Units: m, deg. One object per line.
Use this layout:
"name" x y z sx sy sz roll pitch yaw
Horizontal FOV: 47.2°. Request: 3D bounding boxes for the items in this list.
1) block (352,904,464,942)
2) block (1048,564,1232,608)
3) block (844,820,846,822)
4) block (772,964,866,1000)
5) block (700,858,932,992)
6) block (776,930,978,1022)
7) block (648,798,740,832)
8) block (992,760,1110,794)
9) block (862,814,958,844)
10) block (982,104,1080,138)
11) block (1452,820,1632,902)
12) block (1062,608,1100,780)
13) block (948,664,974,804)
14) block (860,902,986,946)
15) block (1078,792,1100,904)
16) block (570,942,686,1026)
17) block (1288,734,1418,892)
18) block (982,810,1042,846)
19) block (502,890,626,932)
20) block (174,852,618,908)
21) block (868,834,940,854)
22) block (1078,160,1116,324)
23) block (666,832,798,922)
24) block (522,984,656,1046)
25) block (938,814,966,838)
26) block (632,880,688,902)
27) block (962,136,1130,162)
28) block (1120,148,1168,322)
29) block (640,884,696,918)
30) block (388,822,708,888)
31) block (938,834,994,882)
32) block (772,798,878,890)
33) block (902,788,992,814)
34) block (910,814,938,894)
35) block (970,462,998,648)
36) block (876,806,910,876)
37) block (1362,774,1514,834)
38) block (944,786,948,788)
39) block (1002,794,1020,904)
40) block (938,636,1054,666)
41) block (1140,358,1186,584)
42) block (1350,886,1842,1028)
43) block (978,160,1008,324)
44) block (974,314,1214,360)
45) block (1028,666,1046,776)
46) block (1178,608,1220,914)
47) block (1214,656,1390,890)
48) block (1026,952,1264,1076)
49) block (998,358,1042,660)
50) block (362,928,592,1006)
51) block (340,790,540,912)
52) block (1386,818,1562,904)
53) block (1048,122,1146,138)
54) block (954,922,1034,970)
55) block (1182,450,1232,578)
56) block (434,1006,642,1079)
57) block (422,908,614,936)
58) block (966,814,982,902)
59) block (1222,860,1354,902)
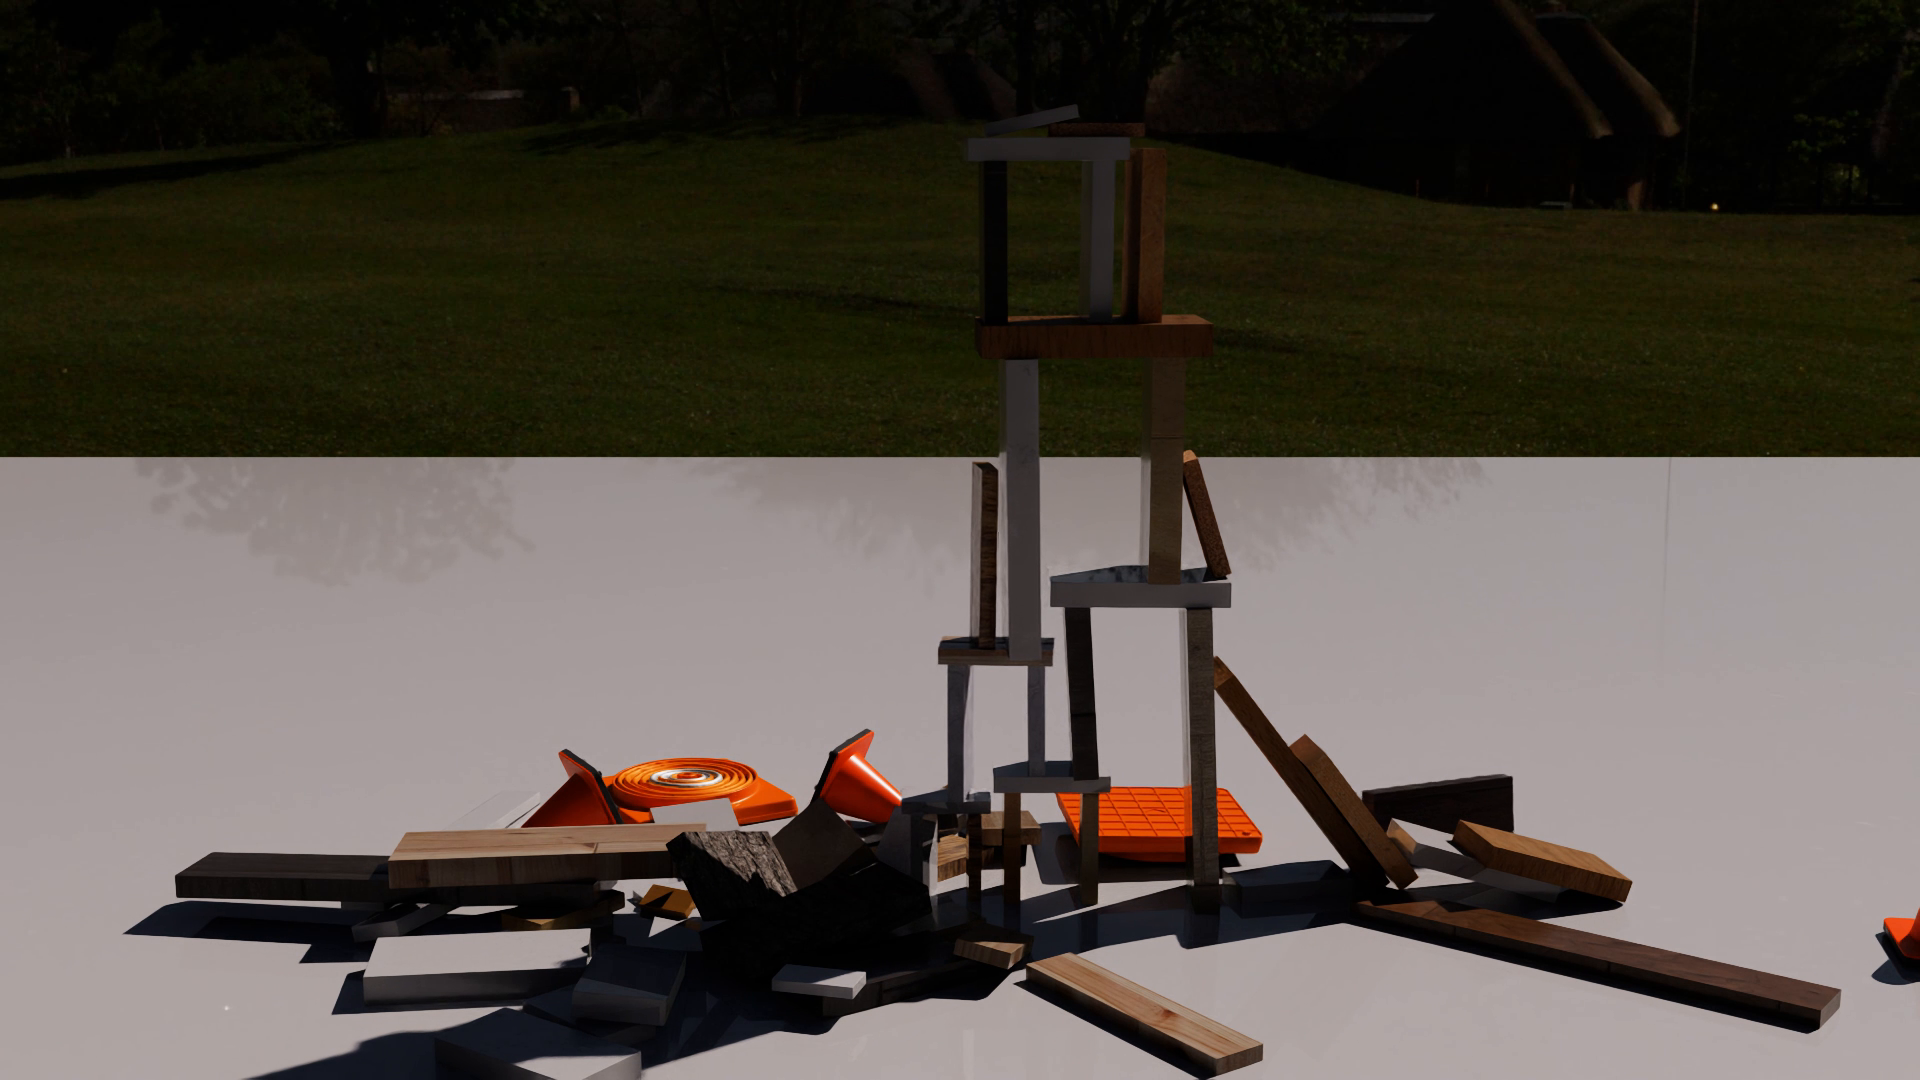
"block" -0.872 0.595 3.497 0.090 0.025 0.180 -12 3 25
"block" 0.287 0.074 3.559 0.287 0.041 0.144 0 11 0
"block" -0.192 0.535 3.771 0.020 0.071 0.141 -3 11 -16
"block" -0.203 0.636 3.167 0.122 0.017 0.061 3 11 15
"block" -0.221 0.589 3.388 0.320 0.045 0.160 -19 19 -30
"block" -0.123 0.645 3.269 0.269 0.038 0.135 -7 13 -34
"block" -0.477 0.507 3.951 0.148 0.021 0.074 -5 46 -25
"block" 0.150 0.390 3.626 0.191 0.027 0.095 0 11 0
"block" -0.088 0.504 3.851 0.102 0.029 0.204 -4 -10 -22
"block" 0.109 -0.650 3.410 0.146 0.021 0.073 -12 11 1
"block" 0.964 0.531 3.643 0.263 0.037 0.131 15 8 -15
"block" 0.196 0.234 3.600 0.041 0.287 0.144 -3 10 1
"block" 0.001 0.307 3.628 0.026 0.235 0.093 2 11 11
"block" -0.062 0.614 3.465 0.187 0.027 0.094 -8 13 -35
"block" 0.213 0.497 3.648 0.027 0.191 0.095 0 11 0
"block" -0.476 0.640 3.182 0.131 0.037 0.261 6 4 -1
"block" 0.650 0.450 3.639 0.038 0.266 0.133 -38 10 1
"block" 0.082 0.513 3.918 0.102 0.029 0.204 0 2 -5
"block" -0.627 0.586 3.482 0.090 0.026 0.180 8 13 36
"block" -0.907 0.547 3.545 0.690 0.037 0.131 0 9 7
"block" -0.111 0.529 3.796 0.141 0.020 0.071 -15 -3 37
"block" 0.215 -0.471 3.458 0.035 0.249 0.125 0 11 -5
"block" -0.351 0.527 3.462 0.038 0.135 0.269 -35 -19 16
"block" -0.527 0.679 3.120 0.187 0.027 0.094 10 15 43
"block" -0.013 0.496 3.993 0.085 0.024 0.170 -32 10 4
"block" -0.492 0.587 3.652 0.091 0.013 0.045 -6 12 -31
"block" 0.133 -0.610 3.427 0.249 0.035 0.125 -1 11 -3
"block" 0.289 -0.481 3.463 0.038 0.266 0.133 0 10 -7
"block" -0.473 0.589 3.585 0.091 0.013 0.045 5 40 28
"block" -0.653 0.504 3.525 0.488 0.045 0.160 -2 9 -4
"block" -0.049 0.554 3.782 0.102 0.029 0.204 10 14 43
"block" -0.240 0.527 3.704 0.135 0.038 0.269 -40 20 -9
"block" -0.023 0.433 3.647 0.148 0.021 0.074 0 11 -1
"block" -0.059 0.518 3.651 0.021 0.148 0.074 3 11 18
"block" 0.038 0.023 3.569 0.027 0.291 0.094 -1 10 -9
"block" -0.104 0.520 3.699 0.071 0.141 0.020 9 -23 39
"block" 0.836 0.490 3.838 0.282 0.131 0.037 -4 5 -21
"block" -0.046 0.478 4.046 0.122 0.017 0.061 -29 5 23
"block" 0.085 0.497 3.648 0.027 0.191 0.095 0 11 -1
"block" 0.060 0.181 3.589 0.185 0.026 0.093 1 11 4
"block" 0.323 -0.122 3.525 0.051 0.359 0.180 0 11 0
"block" 0.954 0.631 3.373 0.741 0.028 0.098 8 13 37
"block" 0.052 -0.468 3.446 0.035 0.249 0.125 -1 11 -3
"block" 0.208 -0.323 3.482 0.359 0.051 0.180 -1 11 -3
"block" 0.125 0.285 3.608 0.026 0.185 0.093 0 11 1
"block" 0.391 0.346 3.597 0.041 0.505 0.144 -3 11 1
"block" 0.559 0.393 3.676 0.038 0.453 0.133 -37 12 2
"block" 0.257 0.674 3.151 0.085 0.024 0.422 -7 13 -35
"block" 0.095 -0.060 3.513 0.051 0.475 0.180 -1 11 -3
"block" -0.717 0.638 3.288 0.320 0.045 0.160 -1 11 -7
"block" -0.892 0.534 3.838 0.074 0.021 0.670 1 8 11
"block" 0.853 0.533 3.661 0.263 0.037 0.131 16 8 -10
"block" 0.211 -0.637 3.416 0.146 0.021 0.073 -1 11 -1
"block" 0.053 0.615 3.338 0.085 0.024 0.170 13 2 14
"block" 0.391 -0.043 3.548 0.028 0.195 0.098 -17 10 2
"block" -0.572 0.700 2.977 0.261 0.037 0.131 7 13 35
"block" -0.701 0.610 3.489 0.284 0.026 0.090 -6 12 -31
"block" 0.023 0.518 3.654 0.021 0.148 0.074 -1 11 -3
"block" 0.549 0.572 3.690 0.195 0.028 0.098 -2 11 -13
